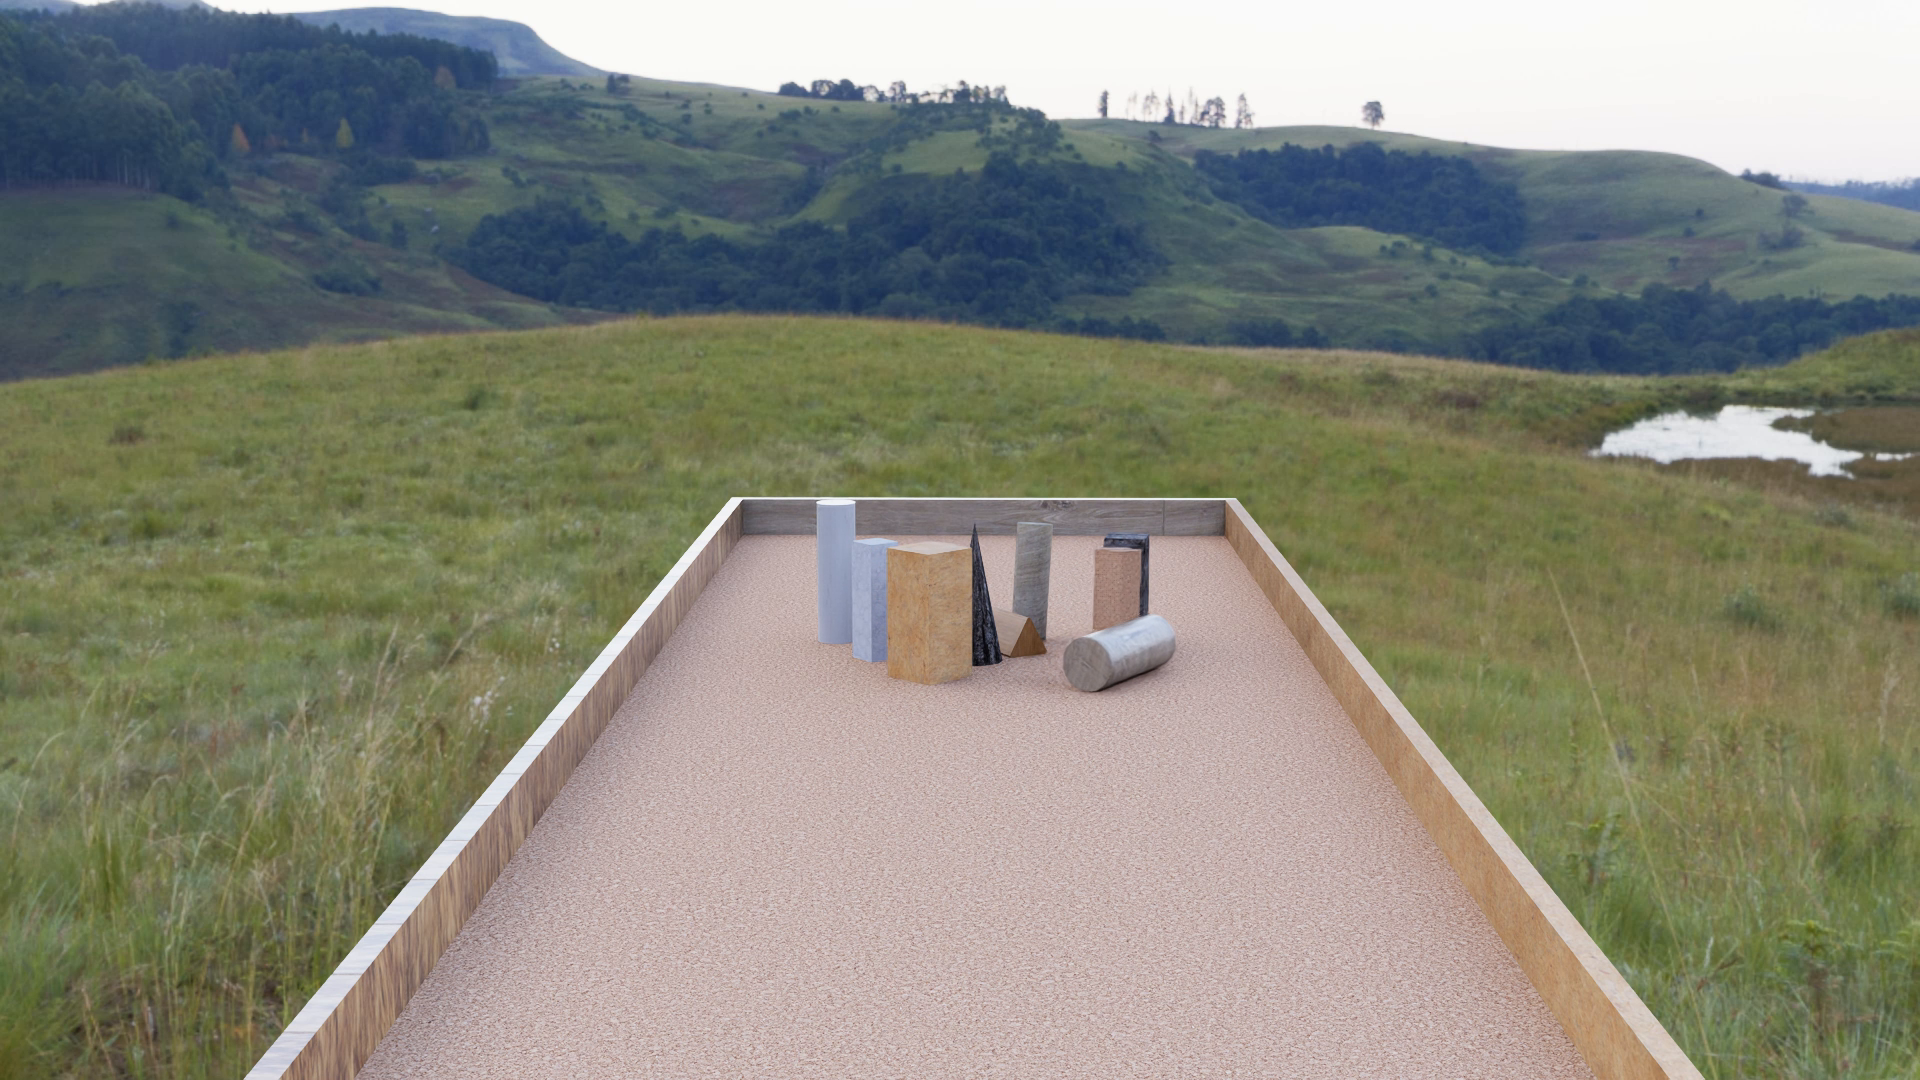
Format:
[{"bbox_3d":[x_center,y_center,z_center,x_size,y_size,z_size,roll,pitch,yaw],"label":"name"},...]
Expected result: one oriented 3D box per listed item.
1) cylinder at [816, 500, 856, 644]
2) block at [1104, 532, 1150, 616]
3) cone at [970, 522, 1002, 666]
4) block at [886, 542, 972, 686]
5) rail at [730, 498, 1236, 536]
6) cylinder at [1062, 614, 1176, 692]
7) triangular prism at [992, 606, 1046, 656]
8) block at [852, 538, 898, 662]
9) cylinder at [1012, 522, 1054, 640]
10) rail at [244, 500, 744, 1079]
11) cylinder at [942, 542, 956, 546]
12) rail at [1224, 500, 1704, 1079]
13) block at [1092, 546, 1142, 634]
[{"bbox_3d":[-0.391,0.100,6.963,0.122,0.443,0.122,0,9,0],"label":"cylinder"},{"bbox_3d":[0.523,0.158,6.918,0.127,0.344,0.127,2,9,11],"label":"block"},{"bbox_3d":[0.045,0.155,6.665,0.169,0.427,0.169,0,9,0],"label":"cone"},{"bbox_3d":[-0.089,0.212,6.448,0.176,0.383,0.176,-9,13,-44],"label":"block"},{"bbox_3d":[0.099,-0.098,9.147,2.100,0.150,0.050,0,9,1],"label":"rail"},{"bbox_3d":[0.469,0.328,6.431,0.158,0.158,0.407,6,11,32],"label":"cylinder"},{"bbox_3d":[0.120,0.271,6.907,0.134,0.116,0.360,-5,10,-30],"label":"triangular prism"},{"bbox_3d":[-0.258,0.182,6.707,0.101,0.361,0.101,-7,11,-37],"label":"block"},{"bbox_3d":[0.227,0.131,6.980,0.114,0.367,0.114,3,4,0],"label":"cylinder"},{"bbox_3d":[-1.004,0.839,3.234,0.050,0.150,12.000,0,9,1],"label":"rail"},{"bbox_3d":[-0.070,0.170,6.946,0.115,0.310,0.115,0,9,0],"label":"cylinder"},{"bbox_3d":[1.046,0.843,3.208,0.050,0.150,12.000,0,9,1],"label":"rail"},{"bbox_3d":[0.478,0.193,6.721,0.101,0.332,0.101,7,9,39],"label":"block"}]
